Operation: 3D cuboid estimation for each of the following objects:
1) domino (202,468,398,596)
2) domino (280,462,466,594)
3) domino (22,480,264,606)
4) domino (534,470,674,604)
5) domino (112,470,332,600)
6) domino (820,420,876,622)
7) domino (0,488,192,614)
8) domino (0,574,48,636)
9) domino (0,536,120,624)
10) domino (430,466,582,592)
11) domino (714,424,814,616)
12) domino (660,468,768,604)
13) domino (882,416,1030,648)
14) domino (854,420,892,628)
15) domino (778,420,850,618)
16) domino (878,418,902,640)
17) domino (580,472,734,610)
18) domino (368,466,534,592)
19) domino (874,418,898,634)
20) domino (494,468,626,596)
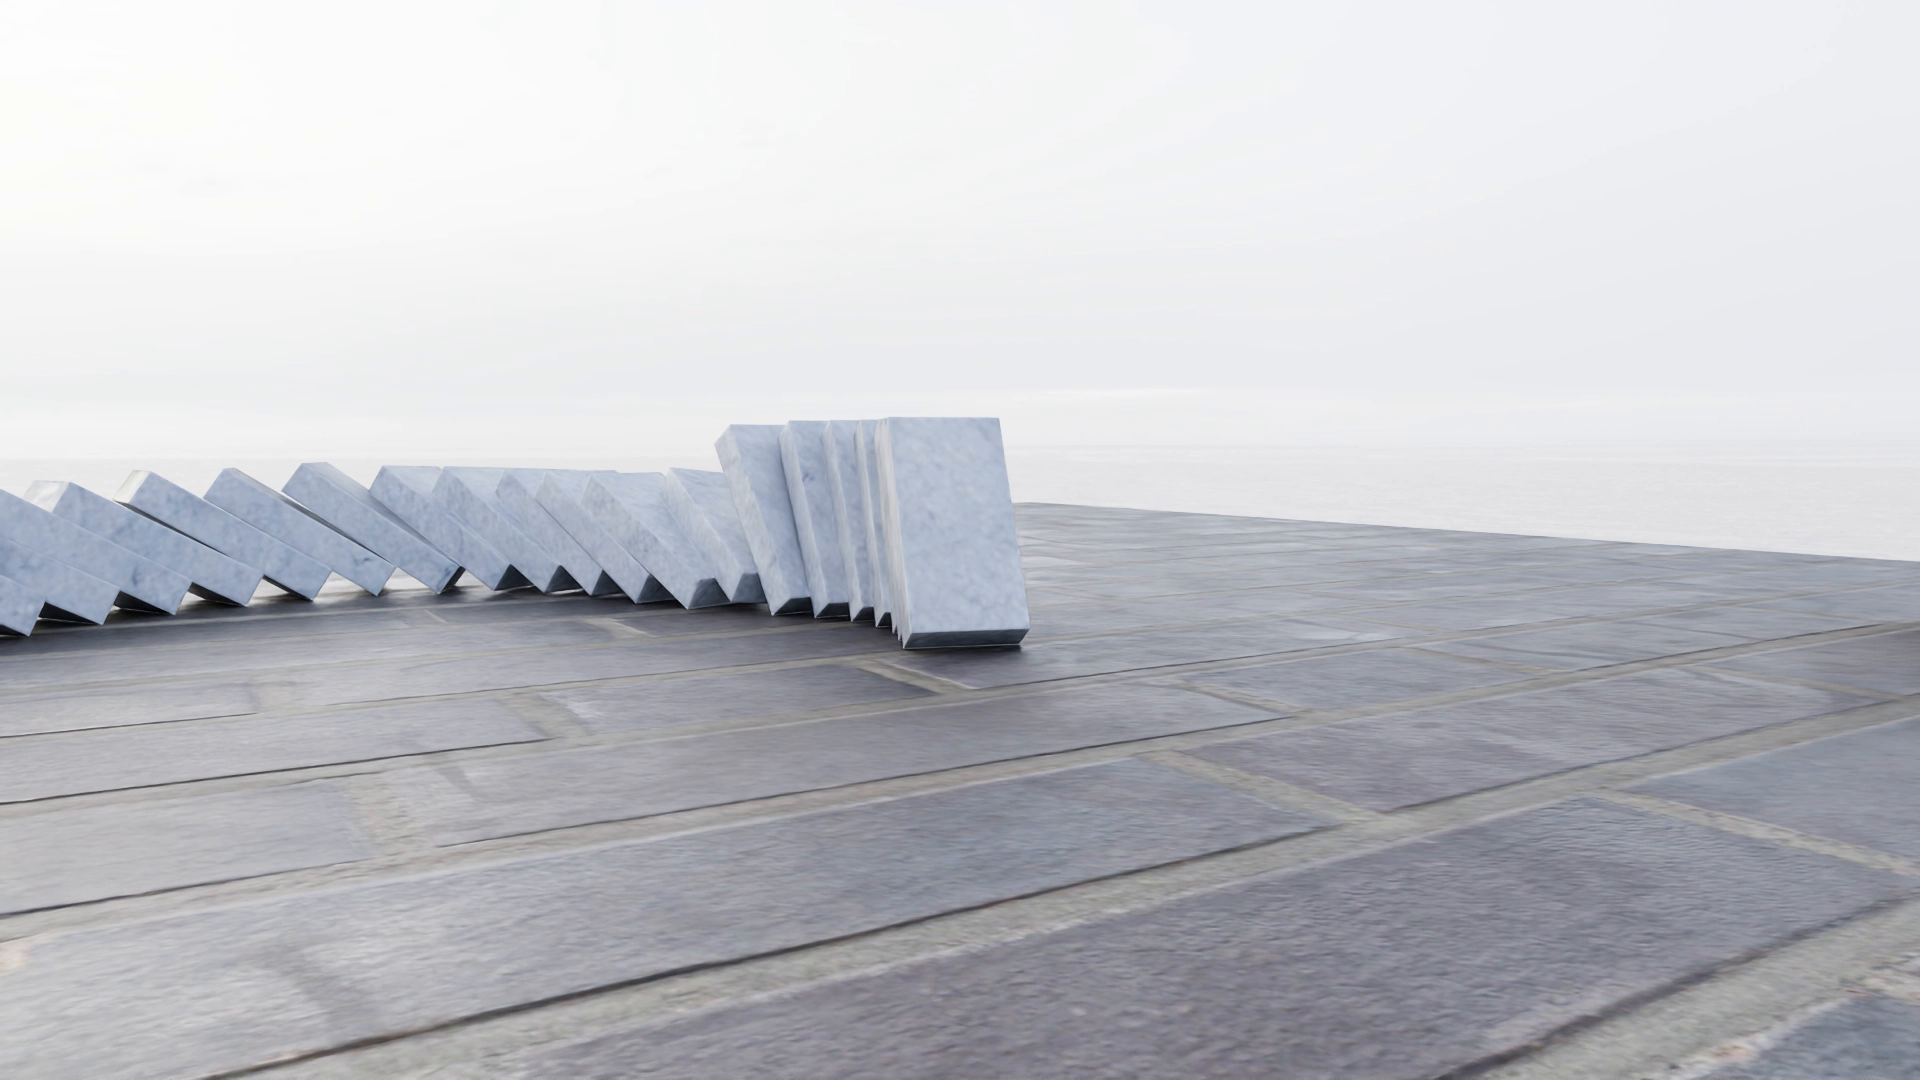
[{"bbox_3d":[-0.184,-0.003,0.361,0.050,0.009,0.025,35,-10,-22],"label":"domino"},{"bbox_3d":[-0.167,-0.004,0.371,0.050,0.010,0.025,36,-3,-12],"label":"domino"},{"bbox_3d":[-0.208,0.001,0.327,0.025,0.009,0.050,3,-25,37],"label":"domino"},{"bbox_3d":[-0.094,-0.002,0.360,0.050,0.010,0.025,40,24,27],"label":"domino"},{"bbox_3d":[-0.198,-0.001,0.345,0.025,0.010,0.050,5,-27,48],"label":"domino"},{"bbox_3d":[-0.018,-0.005,0.317,0.025,0.050,0.010,-2,-24,-24],"label":"domino"},{"bbox_3d":[-0.216,0.003,0.308,0.025,0.010,0.050,2,-26,30],"label":"domino"},{"bbox_3d":[-0.222,0.006,0.266,0.025,0.010,0.050,0,-26,16],"label":"domino"},{"bbox_3d":[-0.222,0.005,0.289,0.025,0.010,0.050,2,-24,27],"label":"domino"},{"bbox_3d":[-0.128,-0.004,0.377,0.050,0.010,0.025,37,16,18],"label":"domino"},{"bbox_3d":[-0.043,-0.006,0.332,0.025,0.050,0.009,-4,-26,-42],"label":"domino"},{"bbox_3d":[-0.059,-0.001,0.346,0.025,0.009,0.050,4,31,-40],"label":"domino"},{"bbox_3d":[-0.002,-0.002,0.275,0.025,0.050,0.009,-1,-24,-14],"label":"domino"},{"bbox_3d":[-0.010,-0.005,0.307,0.025,0.050,0.010,-1,-24,-17],"label":"domino"},{"bbox_3d":[-0.028,-0.006,0.325,0.025,0.050,0.010,-2,-24,-29],"label":"domino"},{"bbox_3d":[-0.003,-0.003,0.286,0.025,0.050,0.010,-1,-24,-14],"label":"domino"},{"bbox_3d":[-0.078,-0.001,0.350,0.050,0.009,0.025,39,24,27],"label":"domino"},{"bbox_3d":[-0.147,-0.004,0.381,0.050,0.010,0.025,35,11,10],"label":"domino"},{"bbox_3d":[-0.005,-0.004,0.297,0.025,0.050,0.009,-1,-24,-14],"label":"domino"},{"bbox_3d":[-0.109,-0.003,0.371,0.050,0.010,0.025,40,22,27],"label":"domino"}]
